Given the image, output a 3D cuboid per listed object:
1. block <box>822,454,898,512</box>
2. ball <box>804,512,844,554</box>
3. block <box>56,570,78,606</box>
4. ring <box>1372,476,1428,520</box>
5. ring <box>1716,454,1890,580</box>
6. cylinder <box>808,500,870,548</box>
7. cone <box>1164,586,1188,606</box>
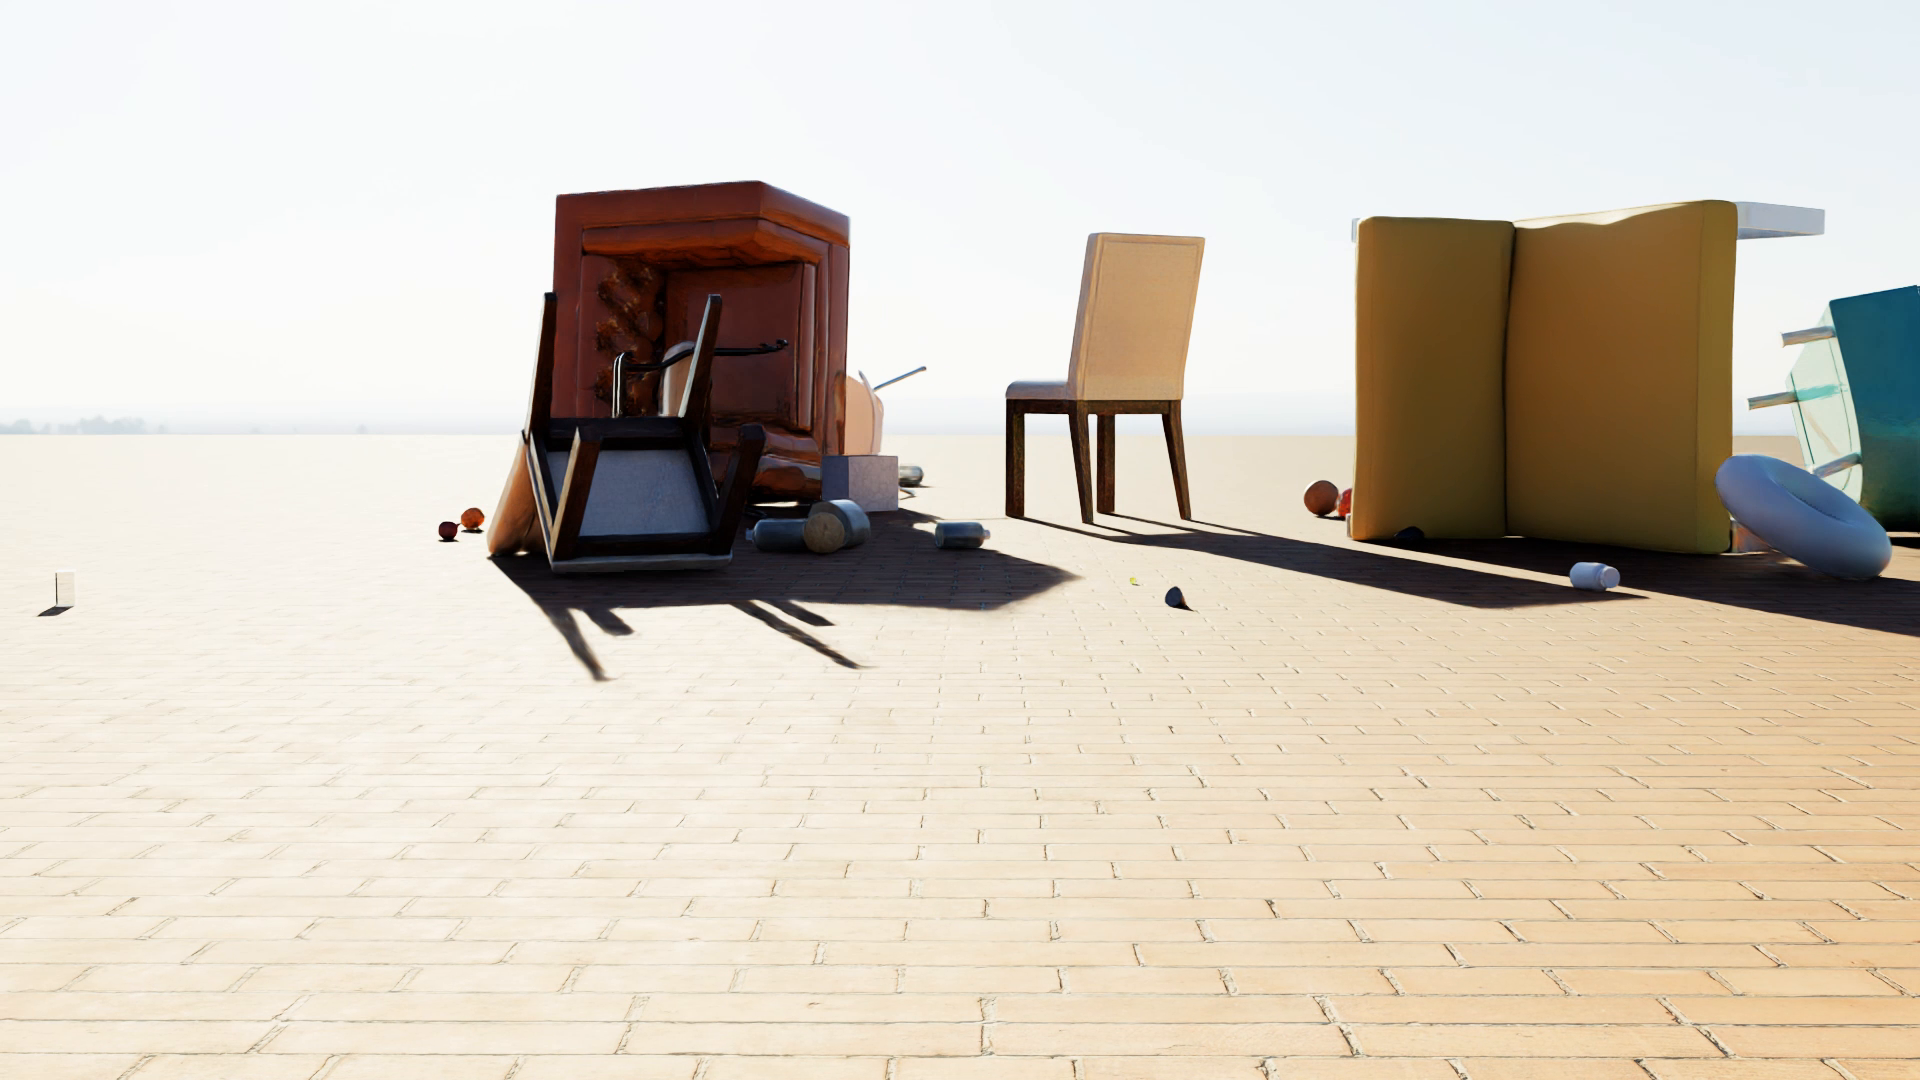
[{"bbox_3d":[-0.370,-0.211,8.138,0.227,0.203,0.171,-3,5,-39],"label":"block"},{"bbox_3d":[-0.371,-0.019,5.999,0.113,0.113,0.113,0,4,0],"label":"ball"},{"bbox_3d":[-1.861,0.099,4.580,0.037,0.071,0.067,-1,4,-18],"label":"block"},{"bbox_3d":[1.510,-0.146,7.539,0.190,0.155,0.128,-2,5,1],"label":"ring"},{"bbox_3d":[2.022,-0.058,5.280,0.448,0.129,0.312,36,33,21],"label":"ring"},{"bbox_3d":[-0.343,-0.046,6.262,0.152,0.118,0.113,41,19,18],"label":"cylinder"},{"bbox_3d":[0.456,0.127,4.554,0.042,0.044,0.056,31,5,-30],"label":"cone"}]
